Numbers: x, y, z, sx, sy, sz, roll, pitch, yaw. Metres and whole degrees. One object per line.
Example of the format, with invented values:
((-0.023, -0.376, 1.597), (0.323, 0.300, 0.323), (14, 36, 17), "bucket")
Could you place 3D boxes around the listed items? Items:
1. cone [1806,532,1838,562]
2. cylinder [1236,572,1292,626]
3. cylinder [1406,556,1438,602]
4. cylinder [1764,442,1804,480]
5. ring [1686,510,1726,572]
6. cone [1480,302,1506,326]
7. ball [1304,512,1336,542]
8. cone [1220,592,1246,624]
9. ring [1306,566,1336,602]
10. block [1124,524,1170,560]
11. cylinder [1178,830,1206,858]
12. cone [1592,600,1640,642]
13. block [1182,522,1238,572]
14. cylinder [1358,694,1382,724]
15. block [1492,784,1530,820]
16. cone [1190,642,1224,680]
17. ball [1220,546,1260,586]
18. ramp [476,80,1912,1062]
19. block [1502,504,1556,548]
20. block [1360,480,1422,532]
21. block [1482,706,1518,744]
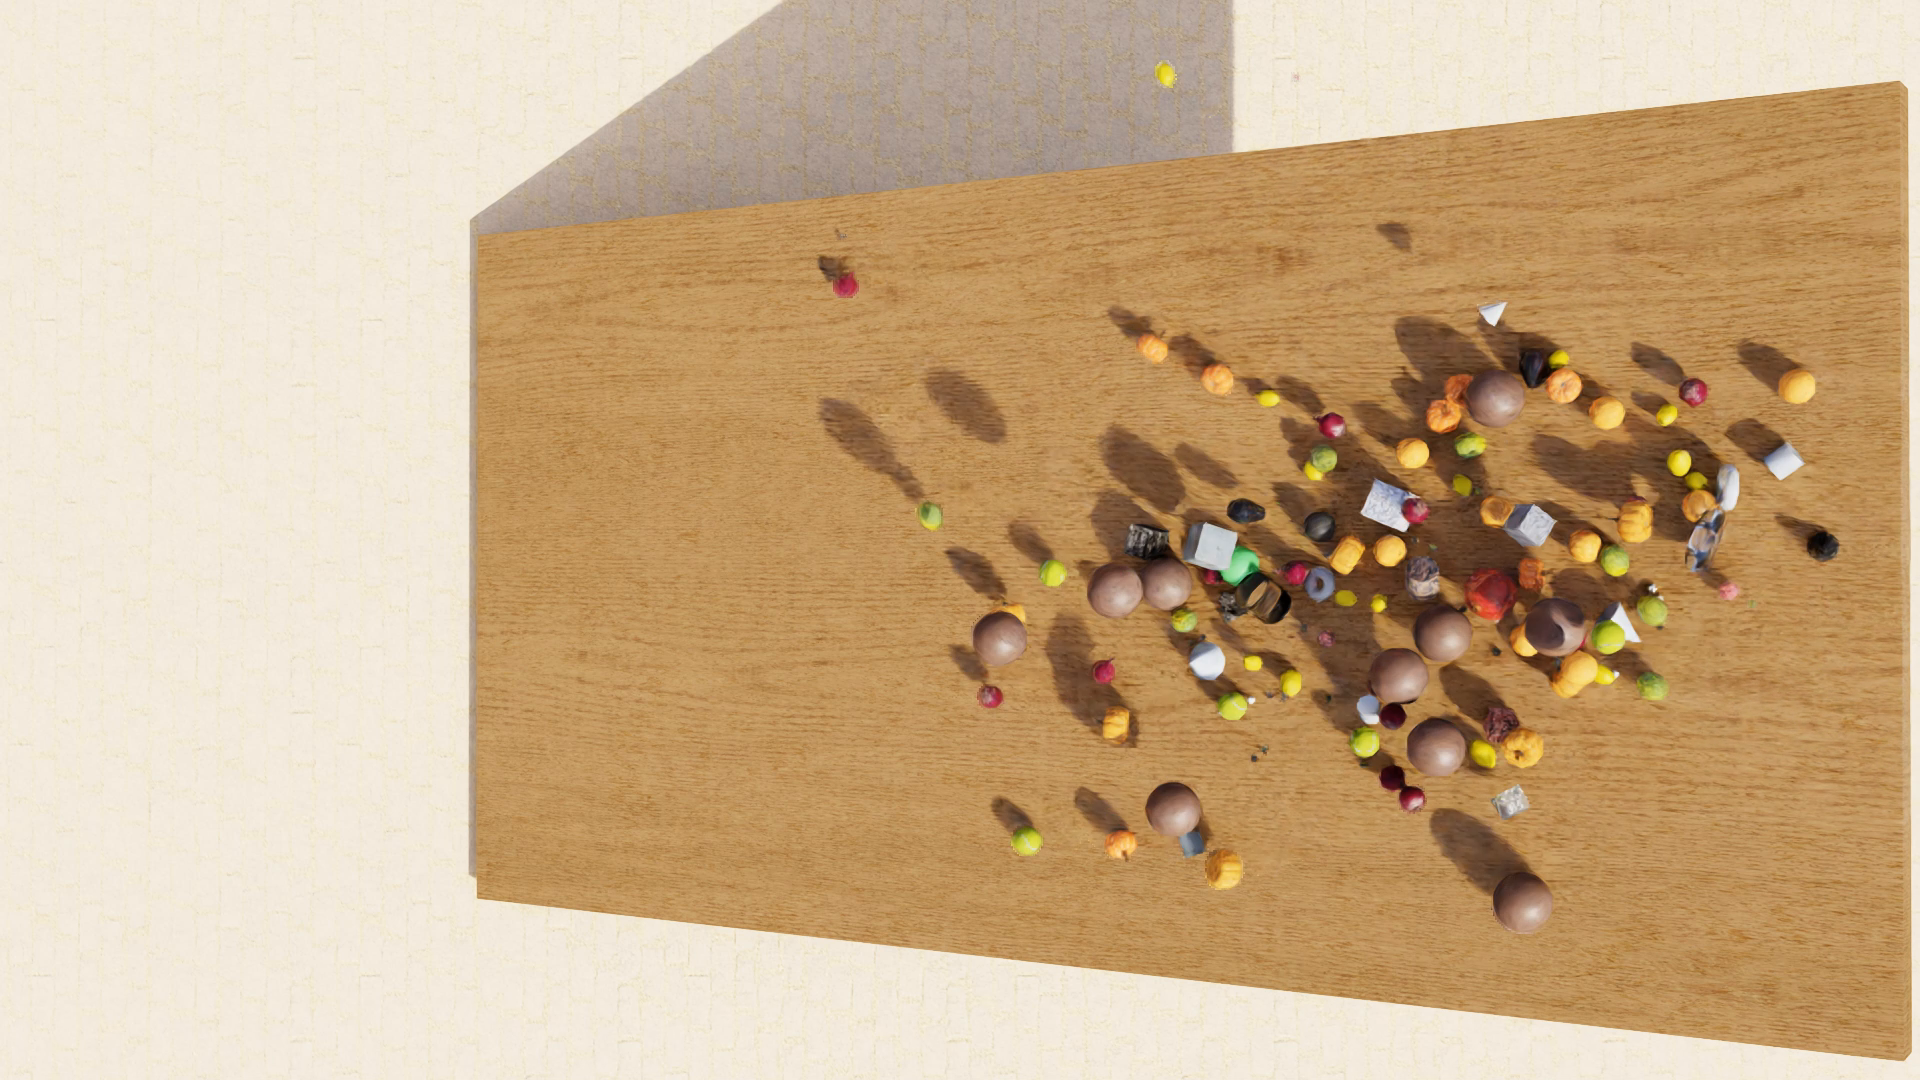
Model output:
((1.775, 0.021, 4.525), (0.062, 0.062, 0.062), (5, 104, 21), "cone")
((0.713, 0.138, 5.172), (0.093, 0.093, 0.093), (34, 90, -33), "cylinder")
((1.042, 0.087, 4.956), (0.073, 0.073, 0.073), (-6, 50, 8), "cylinder")
((1.715, -0.164, 4.577), (0.057, 0.057, 0.057), (-40, 90, 25), "cylinder")
((1.562, 0.002, 4.608), (0.047, 0.141, 0.141), (23, 89, 24), "ring")
((1.166, -0.502, 4.771), (0.054, 0.054, 0.054), (-40, 90, 29), "cone")
((0.839, -0.030, 5.126), (0.074, 0.074, 0.074), (0, 89, 0), "ball")
((0.647, 0.177, 5.270), (0.075, 0.075, 0.075), (19, 134, 0), "cone")
((0.843, 0.103, 5.145), (0.027, 0.081, 0.081), (8, 89, -44), "ring")
((0.457, 0.006, 5.369), (0.074, 0.074, 0.074), (17, 98, 31), "block")
((0.560, 0.734, 5.305), (0.053, 0.053, 0.053), (-17, 77, 0), "cylinder")
((1.437, 0.196, 4.763), (0.094, 0.094, 0.094), (35, 90, 0), "cone")
((0.585, 0.016, 5.152), (0.088, 0.088, 0.088), (18, 82, -13), "block")
((0.941, 0.390, 5.049), (0.052, 0.052, 0.052), (-8, 61, 15), "cylinder")
((1.209, 0.577, 4.826), (0.053, 0.053, 0.053), (-23, 74, -13), "block")
((0.572, 0.293, 5.281), (0.094, 0.094, 0.094), (0, 89, 32), "cone")
((0.663, 0.063, 5.224), (0.096, 0.096, 0.096), (0, 89, 0), "ball")
((0.259, 0.071, 5.597), (4.000, 0.100, 2.000), (0, 89, 32), "ramp")
((1.230, -0.032, 4.757), (0.067, 0.067, 0.067), (36, 81, -15), "block")
((0.984, -0.077, 5.020), (0.087, 0.087, 0.087), (26, 96, 30), "block")
((1.200, 0.411, 4.880), (0.055, 0.055, 0.055), (6, 119, -5), "block")
